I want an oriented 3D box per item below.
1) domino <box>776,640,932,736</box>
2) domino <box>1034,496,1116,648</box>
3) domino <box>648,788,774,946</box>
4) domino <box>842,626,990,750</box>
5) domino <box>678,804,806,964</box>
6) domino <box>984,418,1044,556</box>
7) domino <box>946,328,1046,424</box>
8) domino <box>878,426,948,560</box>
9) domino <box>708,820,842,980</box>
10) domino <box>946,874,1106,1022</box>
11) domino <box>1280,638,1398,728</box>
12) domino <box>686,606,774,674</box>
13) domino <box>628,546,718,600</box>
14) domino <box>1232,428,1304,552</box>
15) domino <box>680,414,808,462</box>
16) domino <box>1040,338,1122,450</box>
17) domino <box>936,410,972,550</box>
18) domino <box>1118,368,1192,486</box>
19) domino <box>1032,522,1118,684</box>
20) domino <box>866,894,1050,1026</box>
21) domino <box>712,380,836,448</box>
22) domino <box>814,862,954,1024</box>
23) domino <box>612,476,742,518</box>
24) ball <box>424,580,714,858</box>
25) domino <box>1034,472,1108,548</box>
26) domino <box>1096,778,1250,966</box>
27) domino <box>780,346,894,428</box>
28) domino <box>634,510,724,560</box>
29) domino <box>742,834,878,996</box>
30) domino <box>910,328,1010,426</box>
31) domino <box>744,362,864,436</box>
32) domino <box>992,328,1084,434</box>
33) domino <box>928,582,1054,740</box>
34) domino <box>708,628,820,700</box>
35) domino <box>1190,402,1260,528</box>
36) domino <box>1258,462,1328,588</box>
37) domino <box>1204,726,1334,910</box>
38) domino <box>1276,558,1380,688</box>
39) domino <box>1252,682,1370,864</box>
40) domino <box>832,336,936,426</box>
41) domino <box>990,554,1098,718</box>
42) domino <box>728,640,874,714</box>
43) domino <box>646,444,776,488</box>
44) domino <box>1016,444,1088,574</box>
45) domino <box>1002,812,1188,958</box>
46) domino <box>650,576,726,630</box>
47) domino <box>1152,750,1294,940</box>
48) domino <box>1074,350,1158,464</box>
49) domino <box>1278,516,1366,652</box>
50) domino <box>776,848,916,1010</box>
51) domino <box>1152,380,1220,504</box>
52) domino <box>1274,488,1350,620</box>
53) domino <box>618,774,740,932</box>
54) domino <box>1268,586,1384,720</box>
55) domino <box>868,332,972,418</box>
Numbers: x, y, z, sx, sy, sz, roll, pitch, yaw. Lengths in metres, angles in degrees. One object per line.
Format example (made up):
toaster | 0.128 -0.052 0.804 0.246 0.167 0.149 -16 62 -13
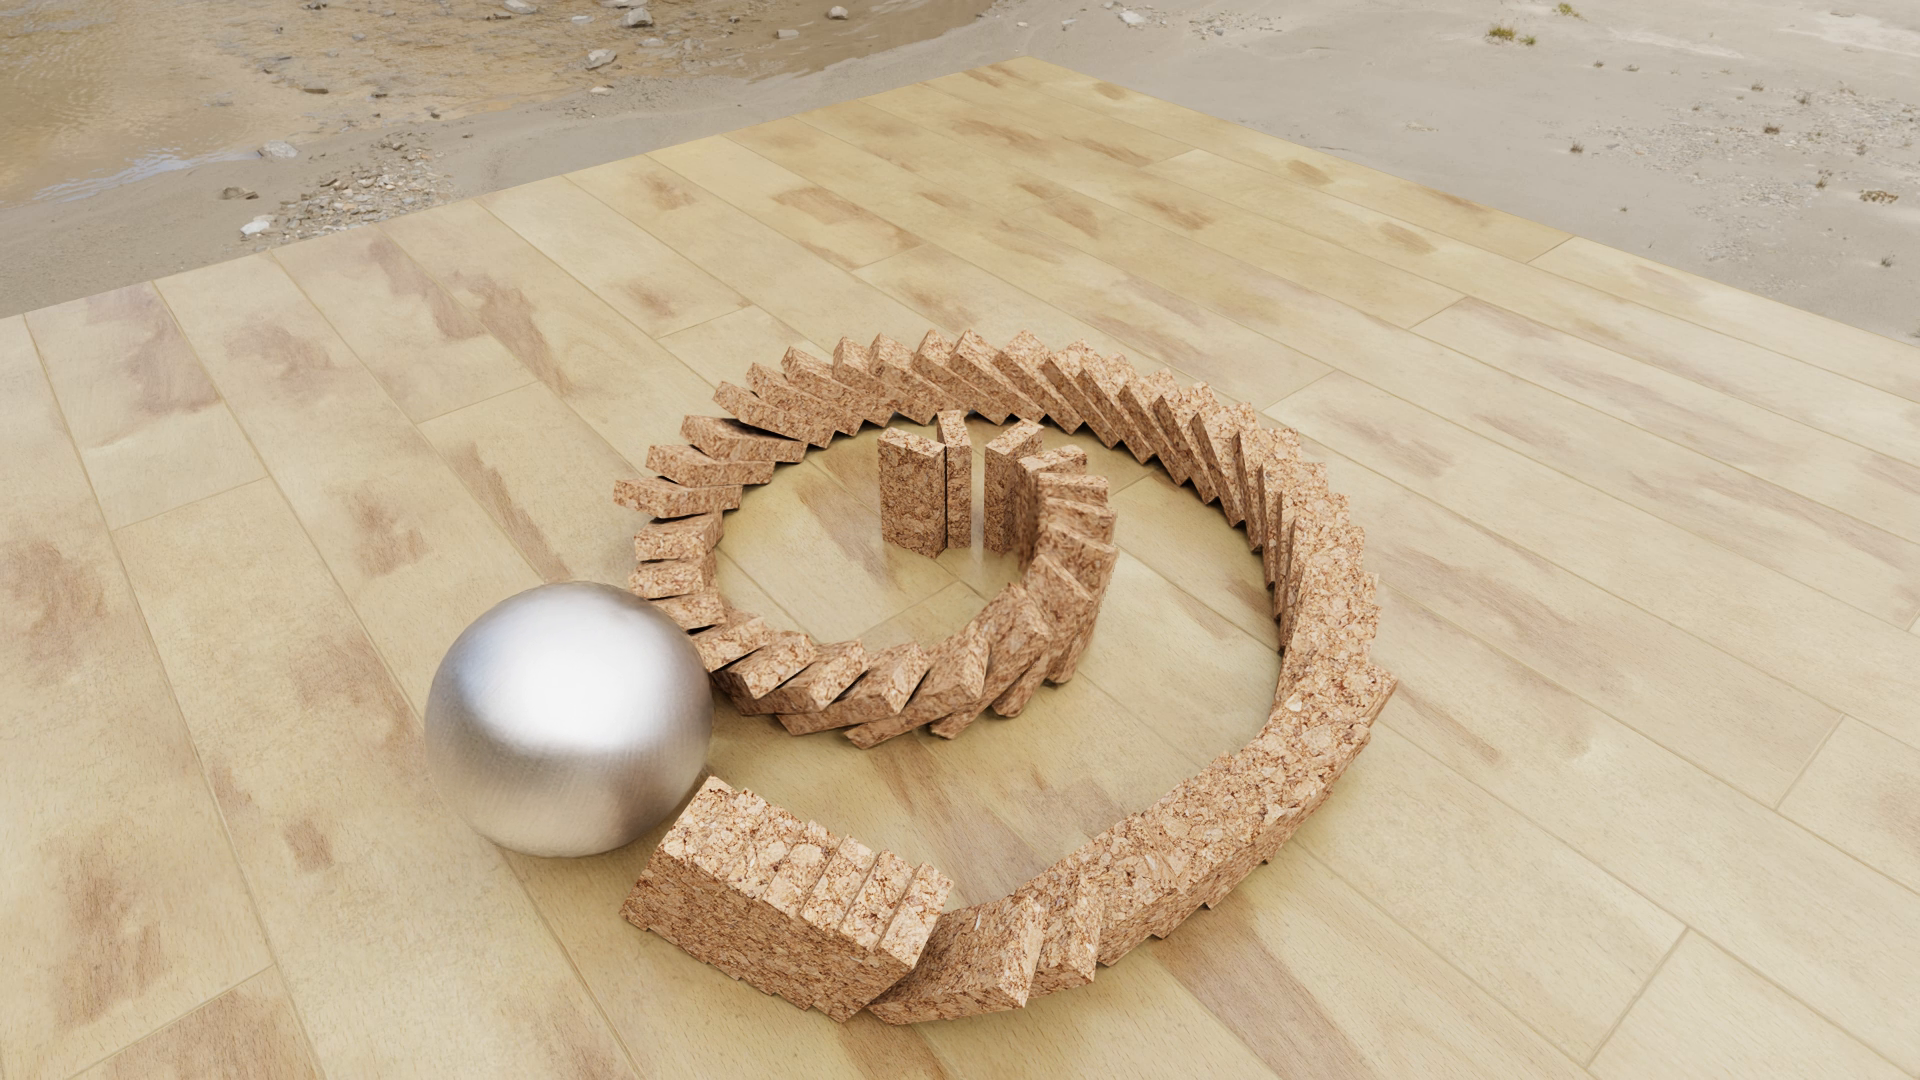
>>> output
domino | -0.035 0.049 0.362 0.050 0.009 0.025 -17 25 39
domino | 0.039 0.012 0.397 0.025 0.050 0.010 13 19 16
domino | -0.069 0.090 0.302 0.009 0.050 0.025 35 44 -1
domino | -0.014 0.049 0.361 0.050 0.009 0.025 -27 29 29
domino | -0.060 0.094 0.298 0.010 0.050 0.025 35 44 -1
domino | 0.021 -0.020 0.436 0.010 0.050 0.025 27 46 29
domino | 0.019 -0.076 0.515 0.050 0.010 0.025 34 38 -12
domino | -0.018 -0.018 0.433 0.025 0.050 0.009 20 43 23
domino | -0.050 0.097 0.294 0.009 0.050 0.025 35 44 -1
domino | 0.014 0.107 0.288 0.050 0.009 0.025 -32 25 34
domino | 0.116 0.059 0.353 0.025 0.010 0.050 32 76 29
domino | -0.085 0.034 0.380 0.025 0.010 0.050 -26 12 -24
domino | -0.106 0.012 0.409 0.025 0.010 0.050 -8 8 -6
domino | 0.128 -0.021 0.449 0.025 0.010 0.050 -2 70 -7
domino | -0.094 -0.044 0.479 0.025 0.009 0.050 32 20 33
domino | 0.063 -0.068 0.508 0.025 0.009 0.050 -33 79 -34
domino | -0.002 -0.024 0.441 0.009 0.050 0.025 -6 40 -8
domino | 0.094 -0.050 0.487 0.025 0.010 0.050 -24 74 -26
domino | 0.035 0.022 0.386 0.025 0.050 0.009 27 18 29
domino | -0.001 0.109 0.284 0.050 0.009 0.025 -28 25 39
domino | -0.082 -0.055 0.488 0.025 0.010 0.050 35 13 37
domino | -0.020 0.105 0.284 0.009 0.050 0.025 35 45 -1
domino | -0.114 -0.019 0.447 0.025 0.009 0.050 15 12 22
ball | -0.113 0.052 0.324 0.080 0.080 0.080 0 39 0
domino | 0.041 0.000 0.410 0.025 0.050 0.009 4 27 4
domino | 0.053 0.093 0.309 0.050 0.010 0.025 -40 48 5
domino | -0.056 -0.071 0.506 0.050 0.009 0.025 22 22 -32
domino | -0.108 -0.002 0.428 0.025 0.010 0.050 -3 11 -4
domino | -0.040 0.100 0.291 0.009 0.050 0.025 35 44 -1
domino | 0.002 -0.077 0.517 0.050 0.010 0.025 32 38 -14
domino | -0.070 -0.064 0.498 0.050 0.009 0.025 18 19 -42
domino | 0.041 -0.074 0.514 0.050 0.009 0.025 42 46 0
domino | 0.007 0.041 0.368 0.009 0.050 0.025 30 22 -37
domino | -0.069 0.041 0.371 0.025 0.010 0.050 -33 15 -27
domino | 0.118 -0.032 0.462 0.025 0.009 0.050 -12 73 -17
domino | 0.132 -0.006 0.432 0.025 0.009 0.050 1 70 1
domino | 0.083 0.082 0.327 0.050 0.010 0.025 -41 49 -6
domino | 0.128 0.033 0.384 0.025 0.009 0.050 13 70 16
domino | 0.100 0.071 0.339 0.050 0.010 0.025 -47 54 -9
domino | -0.035 -0.074 0.513 0.050 0.010 0.025 25 32 -24
domino | 0.023 0.033 0.375 0.009 0.050 0.025 17 23 -43
domino | -0.054 0.046 0.365 0.050 0.009 0.025 -12 23 49
domino | -0.105 -0.032 0.464 0.025 0.010 0.050 24 16 26
domino | 0.035 -0.010 0.423 0.025 0.050 0.010 -17 37 -20
domino | 0.035 0.100 0.302 0.050 0.009 0.025 -36 42 8
domino | -0.099 0.023 0.395 0.025 0.009 0.050 -12 9 -13
domino | 0.068 0.087 0.316 0.050 0.009 0.025 -43 49 2
domino | 0.077 -0.061 0.498 0.025 0.010 0.050 -30 77 -33
domino | 0.132 0.018 0.402 0.025 0.009 0.050 9 70 7
domino | -0.030 0.102 0.287 0.010 0.050 0.025 35 44 -1
domino | 0.106 -0.042 0.475 0.025 0.009 0.050 -20 76 -24
domino | 0.133 0.006 0.416 0.025 0.010 0.050 6 70 5
domino | -0.078 0.088 0.306 0.009 0.050 0.025 35 44 -1
domino | 0.123 0.043 0.371 0.025 0.009 0.050 17 72 17
domino | -0.019 -0.076 0.515 0.050 0.010 0.025 27 32 -22
